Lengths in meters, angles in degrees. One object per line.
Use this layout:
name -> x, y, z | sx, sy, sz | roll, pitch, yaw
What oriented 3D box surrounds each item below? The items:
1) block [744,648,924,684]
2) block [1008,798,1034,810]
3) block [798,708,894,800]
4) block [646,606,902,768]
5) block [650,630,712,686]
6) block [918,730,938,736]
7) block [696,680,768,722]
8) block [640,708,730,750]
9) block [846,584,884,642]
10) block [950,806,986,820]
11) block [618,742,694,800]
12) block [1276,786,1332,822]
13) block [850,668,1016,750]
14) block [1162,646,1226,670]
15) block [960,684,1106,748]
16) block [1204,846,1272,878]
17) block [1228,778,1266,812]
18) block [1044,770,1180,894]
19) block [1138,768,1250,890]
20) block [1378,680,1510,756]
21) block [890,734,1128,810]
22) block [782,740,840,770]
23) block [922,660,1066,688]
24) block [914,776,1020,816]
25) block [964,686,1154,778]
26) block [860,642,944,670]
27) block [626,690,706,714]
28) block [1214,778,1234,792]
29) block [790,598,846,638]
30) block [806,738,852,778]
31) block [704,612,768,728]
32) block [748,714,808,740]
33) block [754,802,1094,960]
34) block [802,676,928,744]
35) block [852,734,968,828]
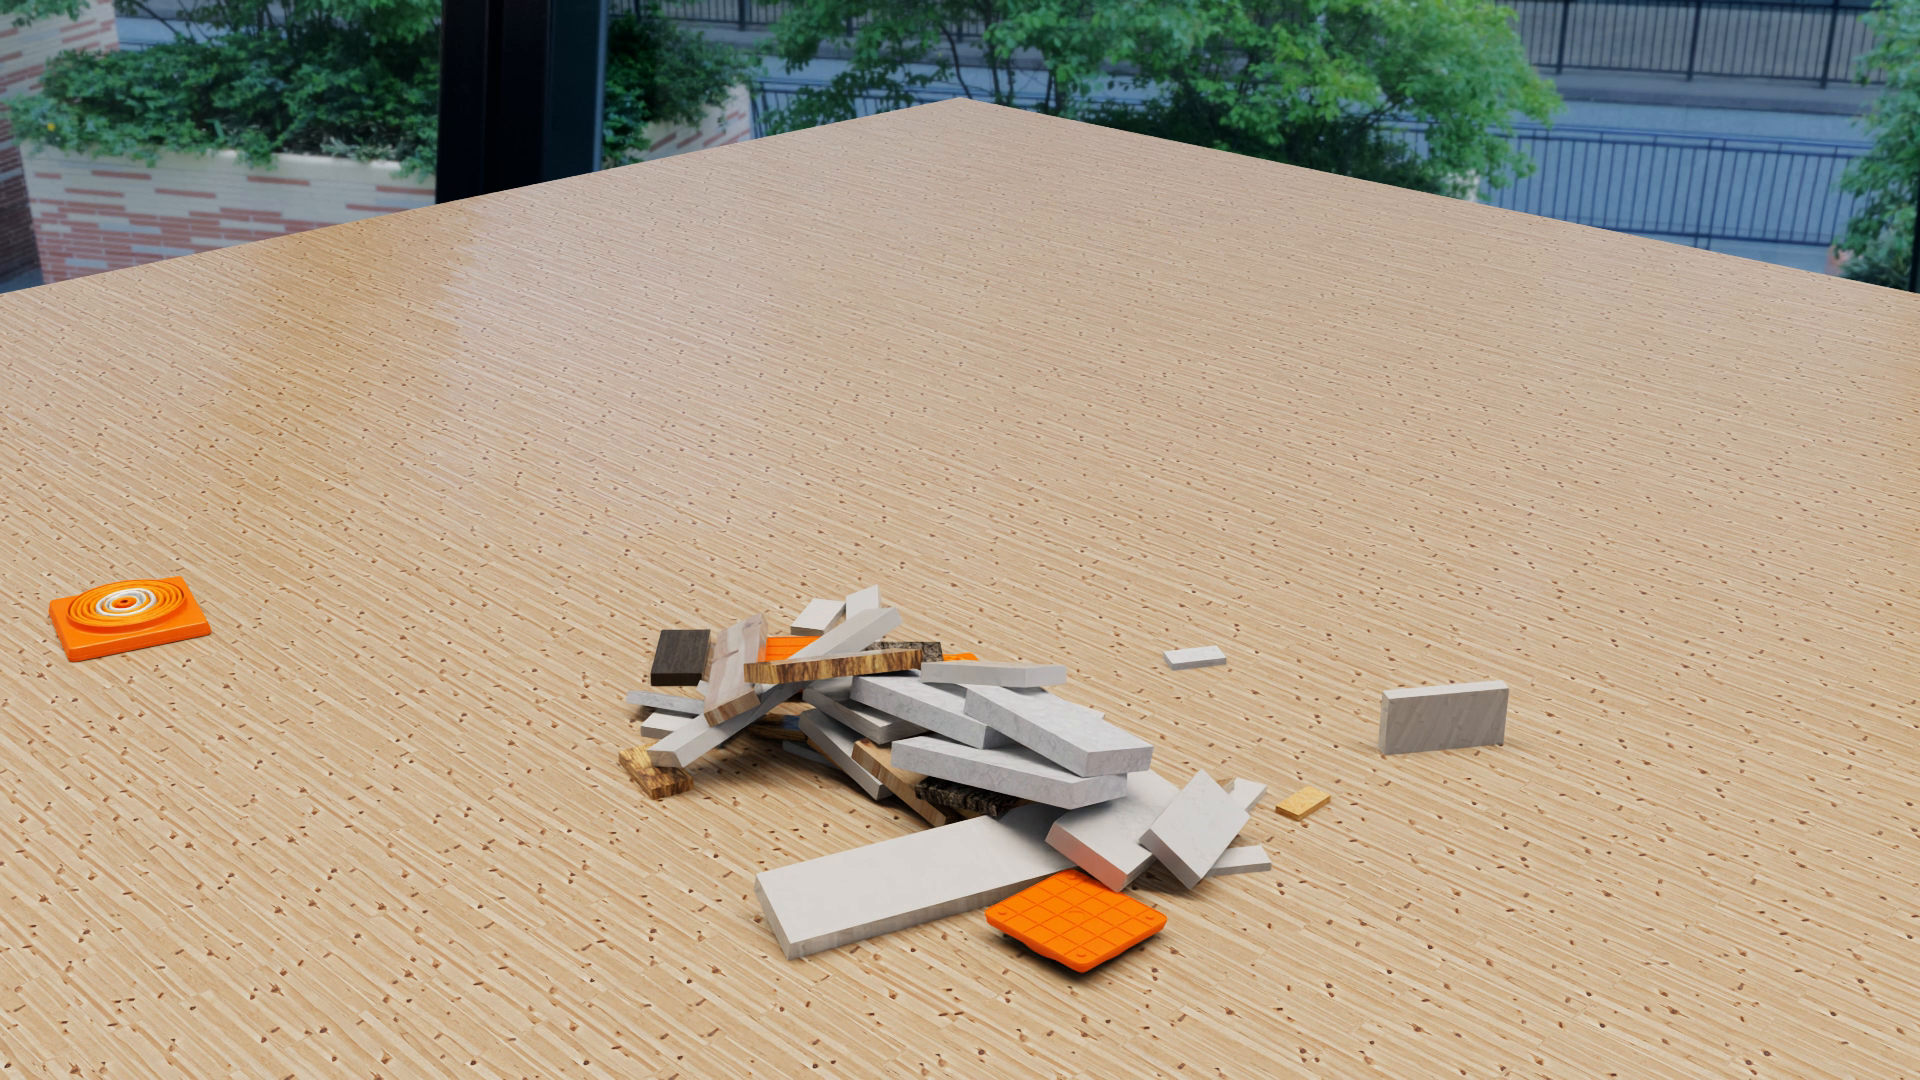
block -> -0.262, 0.262, 4.577 | 0.348, 0.038, 0.135 | -5, 1, -28
block -> 0.134, 0.522, 4.388 | 0.196, 0.028, 0.098 | 37, 37, 28
block -> -0.201, 0.434, 4.596 | 0.138, 0.039, 0.276 | -13, 38, -39
block -> -0.388, 0.308, 4.675 | 0.608, 0.039, 0.137 | -33, 14, -30
block -> -0.644, 0.271, 5.080 | 0.116, 0.033, 0.231 | 0, 23, -1
block -> -0.008, 0.394, 4.744 | 0.274, 0.039, 0.137 | 18, 28, 21
block -> -0.502, 0.357, 4.840 | 0.083, 0.023, 0.166 | 20, 5, -42
block -> -0.587, 0.407, 4.767 | 0.185, 0.026, 0.093 | 7, 24, 17
block -> -0.222, 0.241, 5.127 | 0.083, 0.023, 0.554 | -21, 23, 6
block -> 0.065, 0.537, 4.384 | 0.196, 0.028, 0.098 | 31, 34, 21
block -> -0.635, 0.481, 4.593 | 0.093, 0.026, 0.185 | -12, 26, -27
block -> 0.699, 0.537, 4.476 | 0.057, 0.016, 0.113 | 20, 30, 39
block -> -0.033, 0.341, 4.508 | 0.356, 0.050, 0.178 | 18, 14, 37
block -> 0.543, 0.273, 5.093 | 0.131, 0.019, 0.066 | -6, 24, -13
block -> 0.119, 0.376, 4.709 | 0.342, 0.048, 0.171 | 17, 28, 20
block -> 0.531, 0.623, 4.268 | 0.131, 0.019, 0.066 | -4, 23, -10
block -> 0.570, 0.529, 4.490 | 0.066, 0.019, 0.131 | 13, 26, 28
block -> 0.324, 0.550, 4.254 | 0.171, 0.048, 0.342 | 34, 30, 19
block -> 0.456, 0.557, 4.257 | 0.135, 0.038, 0.270 | 44, 34, 6
block -> 1.032, 0.379, 4.694 | 0.270, 0.135, 0.038 | -4, 23, -10
block -> 0.092, 0.447, 4.300 | 0.448, 0.050, 0.178 | 8, 8, 39
block -> -0.293, 0.444, 4.687 | 0.155, 0.022, 0.077 | 15, 27, 32
block -> 0.068, 0.274, 4.525 | 0.274, 0.039, 0.137 | 0, 0, 39
block -> 0.019, 0.492, 4.320 | 0.196, 0.028, 0.098 | 8, 24, 36
block -> 0.190, 0.370, 4.311 | 0.178, 0.050, 0.356 | 0, 17, -41
block -> -0.156, 0.267, 4.954 | 0.231, 0.033, 0.116 | 0, 21, -5
block -> -0.629, 0.358, 4.834 | 0.185, 0.026, 0.093 | 7, -2, 17
block -> 0.511, 0.520, 4.485 | 0.057, 0.016, 0.113 | -15, 11, 36
block -> -0.340, 0.188, 5.287 | 0.083, 0.023, 0.166 | 6, 24, 15
block -> -0.240, 0.446, 4.622 | 0.155, 0.022, 0.077 | 33, 35, 32
block -> -0.488, 0.277, 4.839 | 0.116, 0.033, 0.689 | -25, 12, 2
block -> -0.371, 0.403, 4.740 | 0.155, 0.022, 0.077 | 1, 19, 36
block -> -0.035, 0.627, 4.153 | 0.690, 0.048, 0.171 | -11, 45, -24
block -> -0.195, 0.349, 4.625 | 0.138, 0.039, 0.276 | -12, 24, -37
block -> -0.077, 0.483, 4.481 | 0.138, 0.039, 0.276 | -17, 42, -43
